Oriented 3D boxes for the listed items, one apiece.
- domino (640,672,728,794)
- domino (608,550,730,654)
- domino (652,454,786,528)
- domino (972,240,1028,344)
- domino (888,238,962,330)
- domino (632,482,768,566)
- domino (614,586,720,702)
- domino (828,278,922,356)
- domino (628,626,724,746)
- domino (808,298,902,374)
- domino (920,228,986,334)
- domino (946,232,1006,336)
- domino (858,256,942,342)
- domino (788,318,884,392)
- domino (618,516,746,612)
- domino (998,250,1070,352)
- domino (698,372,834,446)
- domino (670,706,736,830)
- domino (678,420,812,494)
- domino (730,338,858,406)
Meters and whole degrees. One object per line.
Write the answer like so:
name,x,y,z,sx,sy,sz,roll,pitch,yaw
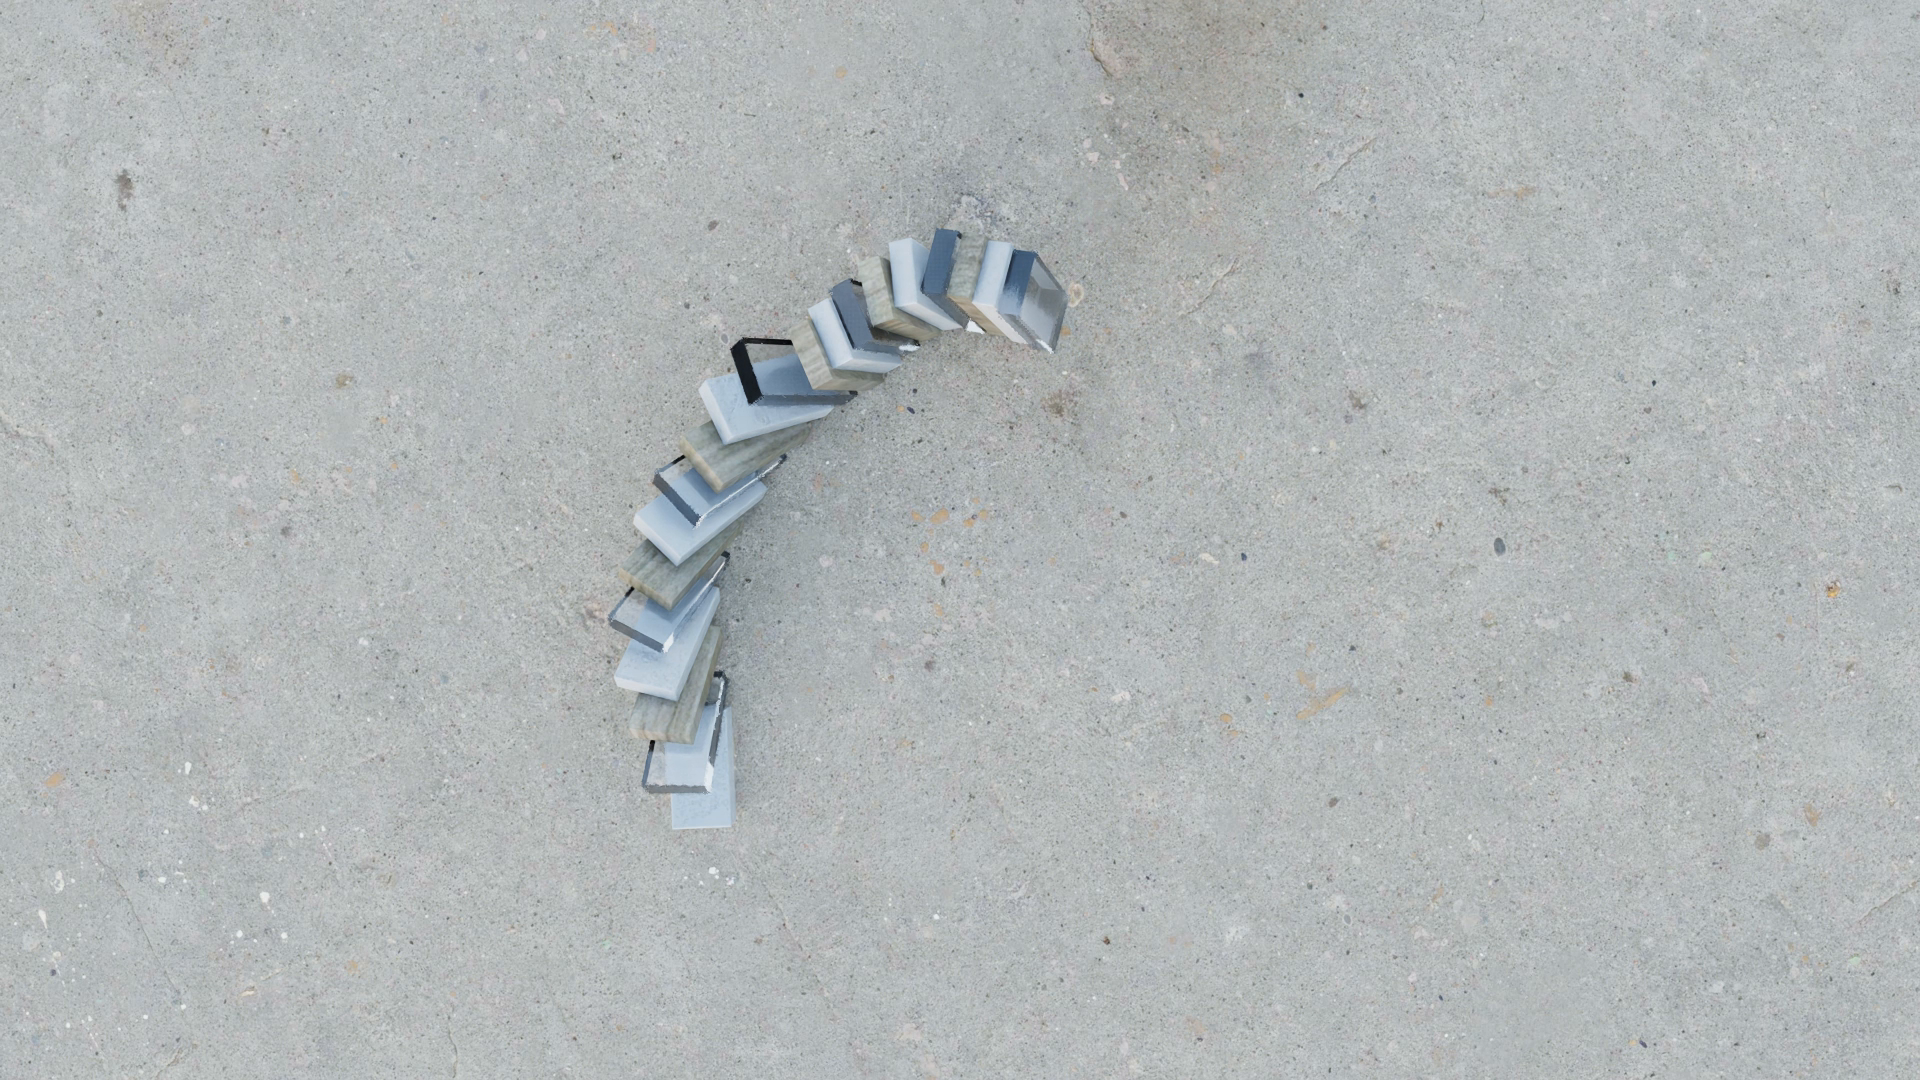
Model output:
domino,-0.113,0.079,0.380,0.025,0.010,0.050,-1,55,1
domino,-0.120,0.020,0.381,0.025,0.010,0.050,27,54,1
domino,-0.099,-0.030,0.381,0.025,0.010,0.050,47,53,0
domino,0.021,-0.100,0.375,0.010,0.050,0.025,15,90,22
domino,-0.013,-0.103,0.375,0.009,0.050,0.025,-5,90,21
domino,-0.107,-0.014,0.382,0.025,0.010,0.050,45,54,0
domino,-0.121,0.040,0.382,0.025,0.010,0.050,14,55,0
domino,-0.034,-0.090,0.375,0.010,0.050,0.025,-22,90,21
domino,-0.118,0.059,0.382,0.025,0.010,0.050,7,55,0
domino,-0.042,-0.083,0.375,0.010,0.050,0.025,-23,90,21
domino,0.001,-0.105,0.375,0.009,0.050,0.025,15,90,22
domino,0.011,-0.103,0.375,0.010,0.050,0.025,15,90,22
domino,-0.024,-0.098,0.375,0.009,0.050,0.025,-13,90,21
domino,-0.050,-0.075,0.375,0.010,0.050,0.025,-23,90,21
domino,-0.115,0.003,0.381,0.025,0.009,0.050,34,54,0
domino,0.031,-0.097,0.375,0.009,0.050,0.025,15,90,22
domino,-0.080,-0.059,0.380,0.050,0.010,0.025,-24,87,-38
domino,-0.111,0.098,0.395,0.025,0.009,0.050,-3,90,0
domino,-0.089,-0.042,0.381,0.025,0.009,0.050,50,51,0
domino,-0.067,-0.069,0.377,0.010,0.050,0.025,-28,79,41
